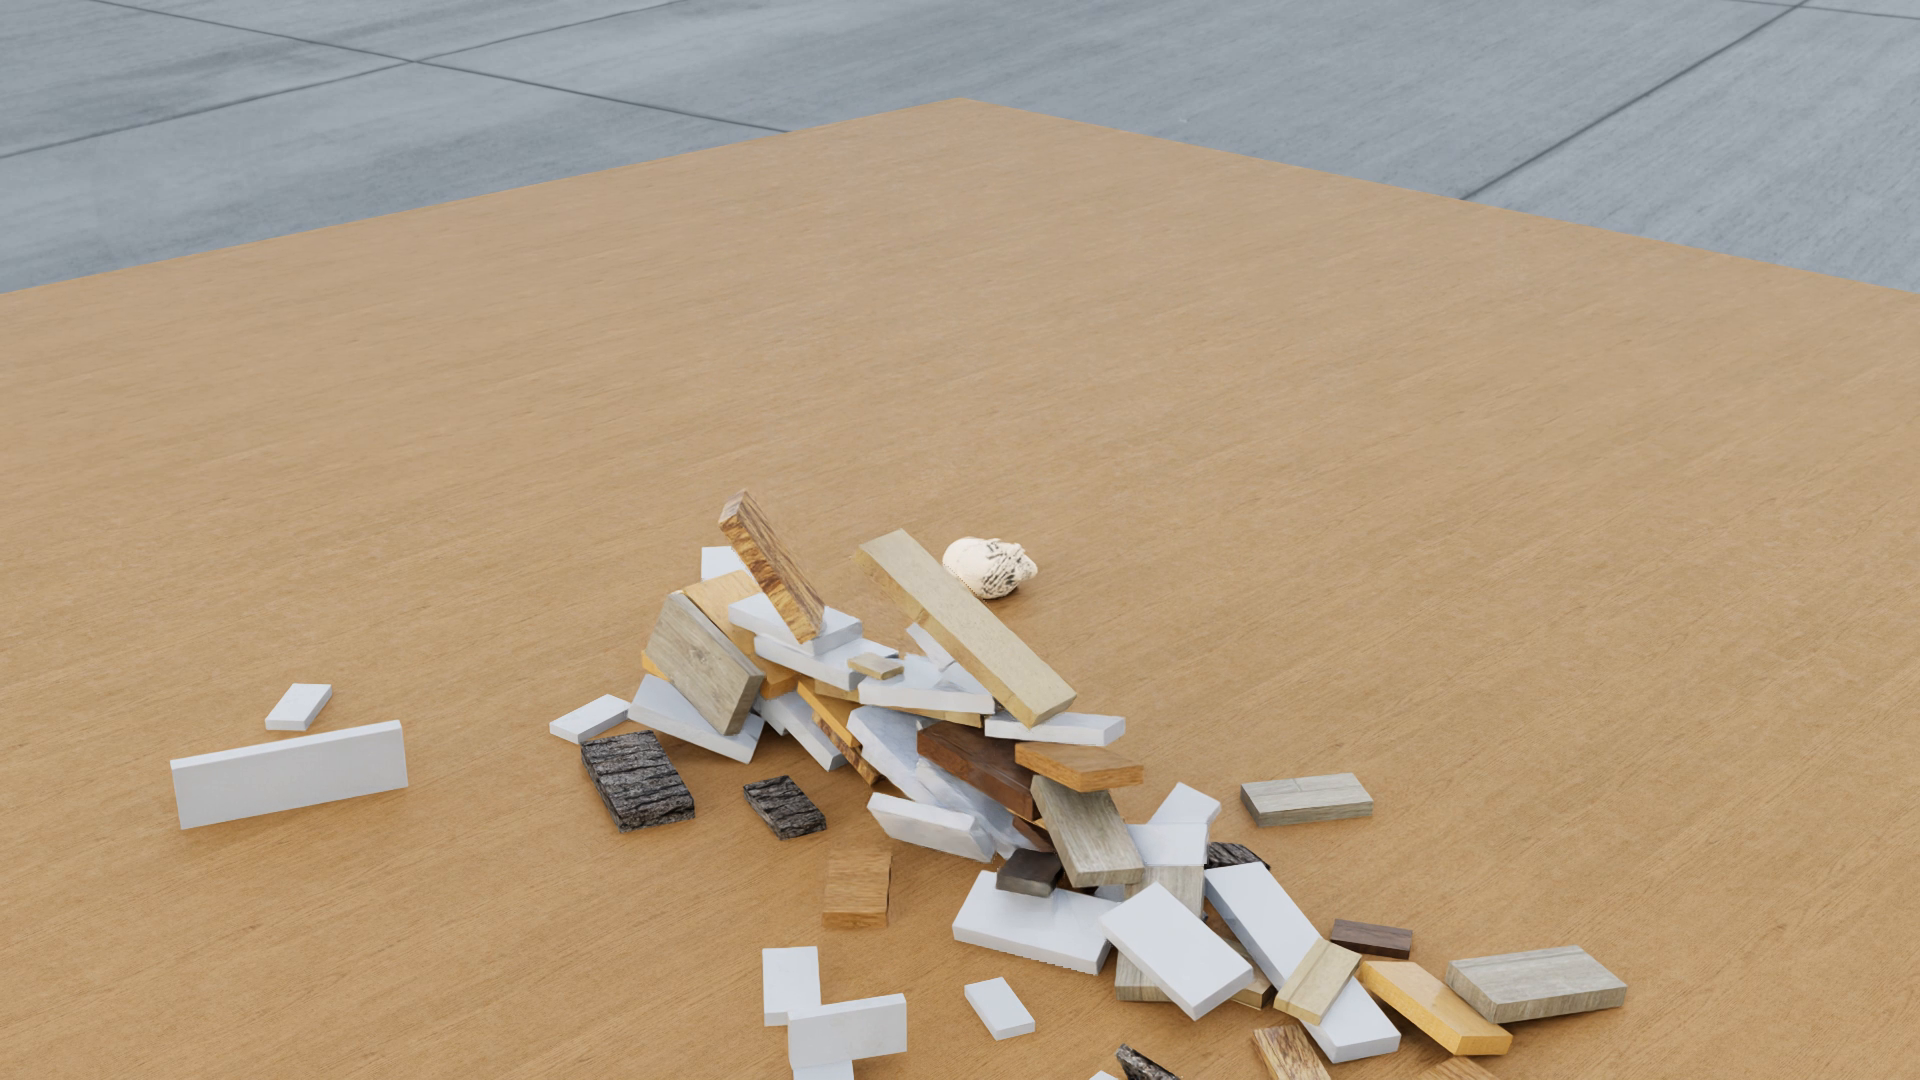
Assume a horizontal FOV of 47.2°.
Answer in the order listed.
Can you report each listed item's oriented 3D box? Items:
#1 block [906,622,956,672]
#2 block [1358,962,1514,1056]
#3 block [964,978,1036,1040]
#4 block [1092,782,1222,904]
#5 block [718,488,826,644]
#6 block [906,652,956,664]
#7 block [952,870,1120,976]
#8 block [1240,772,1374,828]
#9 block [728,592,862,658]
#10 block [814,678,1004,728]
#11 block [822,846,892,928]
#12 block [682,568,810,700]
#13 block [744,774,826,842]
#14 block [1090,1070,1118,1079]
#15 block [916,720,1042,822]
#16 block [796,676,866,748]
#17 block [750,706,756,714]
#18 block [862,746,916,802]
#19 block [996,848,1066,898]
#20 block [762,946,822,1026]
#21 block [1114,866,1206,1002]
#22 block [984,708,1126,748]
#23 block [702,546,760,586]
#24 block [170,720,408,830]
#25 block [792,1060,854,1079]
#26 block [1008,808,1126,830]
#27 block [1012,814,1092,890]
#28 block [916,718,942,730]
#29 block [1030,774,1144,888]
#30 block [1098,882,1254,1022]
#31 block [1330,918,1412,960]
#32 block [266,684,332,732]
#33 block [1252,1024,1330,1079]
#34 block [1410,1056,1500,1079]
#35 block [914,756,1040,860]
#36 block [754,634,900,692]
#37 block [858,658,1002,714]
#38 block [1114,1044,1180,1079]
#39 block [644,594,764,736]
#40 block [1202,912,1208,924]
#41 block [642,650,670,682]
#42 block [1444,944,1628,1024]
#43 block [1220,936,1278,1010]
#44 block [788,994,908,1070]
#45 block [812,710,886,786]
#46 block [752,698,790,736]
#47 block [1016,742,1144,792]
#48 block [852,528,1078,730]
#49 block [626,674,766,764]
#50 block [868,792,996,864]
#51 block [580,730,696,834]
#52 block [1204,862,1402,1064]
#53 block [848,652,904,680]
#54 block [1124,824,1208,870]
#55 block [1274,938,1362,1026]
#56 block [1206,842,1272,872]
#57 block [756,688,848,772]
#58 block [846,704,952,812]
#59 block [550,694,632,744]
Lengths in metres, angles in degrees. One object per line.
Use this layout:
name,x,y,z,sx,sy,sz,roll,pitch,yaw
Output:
block,-0.051,0.205,4.442,0.115,0.058,0.016,49,0,18
block,0.813,0.802,3.774,0.126,0.036,0.252,9,15,-34
block,0.068,0.813,3.818,0.072,0.020,0.144,-9,25,-20
block,0.356,0.600,4.105,0.093,0.026,0.339,25,59,30
block,-0.387,0.054,4.551,0.044,0.309,0.154,-29,17,13
block,-0.057,0.256,4.598,0.115,0.016,0.058,12,-4,-1
block,0.143,0.697,4.013,0.281,0.040,0.140,10,43,23
block,0.704,0.528,4.473,0.240,0.034,0.120,-5,23,-10
block,-0.353,0.173,4.692,0.275,0.039,0.138,19,29,41
block,-0.090,0.307,4.543,0.425,0.041,0.145,9,22,35
block,-0.194,0.657,4.170,0.118,0.033,0.236,0,23,1
block,-0.447,0.201,4.776,0.163,0.046,0.327,-19,52,-40
block,-0.356,0.541,4.451,0.098,0.028,0.196,-11,26,-25
block,0.149,0.963,3.448,0.120,0.034,0.399,18,29,36
block,0.090,0.436,4.326,0.171,0.048,0.341,-18,31,-37
block,-0.243,0.353,4.626,0.104,0.030,0.209,-14,40,-34
block,-0.429,0.352,4.849,0.515,0.021,0.072,-6,22,-21
block,-0.095,0.475,4.538,0.104,0.030,0.209,-20,45,-40
block,0.134,0.616,4.073,0.098,0.028,0.196,8,8,12
block,-0.297,0.785,3.876,0.098,0.028,0.196,-2,23,-5
block,0.360,0.702,3.937,0.140,0.040,0.281,-2,39,12
block,0.186,0.366,4.311,0.249,0.033,0.118,3,9,24
block,-0.574,0.090,5.498,0.142,0.040,0.284,-2,23,-5
block,-1.357,0.475,4.465,0.449,0.138,0.039,-9,25,-21
block,-0.216,0.918,3.561,0.098,0.028,0.267,-3,23,-6
block,0.203,0.526,4.226,0.207,0.029,0.103,22,31,38
block,0.209,0.582,4.236,0.103,0.029,0.207,-20,47,-39
block,-0.046,0.406,4.498,0.050,0.014,0.101,-5,43,-29
block,0.234,0.534,4.079,0.132,0.037,0.265,-1,36,-18
block,0.377,0.717,3.851,0.132,0.037,0.265,-29,41,-21
block,0.752,0.729,4.017,0.141,0.020,0.071,6,24,14
block,-1.460,0.369,4.860,0.087,0.025,0.175,2,23,4
block,0.554,0.872,3.676,0.082,0.023,0.165,-5,23,-11
block,0.766,0.919,3.549,0.252,0.036,0.126,-16,28,-33
block,0.087,0.522,4.353,0.171,0.048,0.341,-20,46,-39
block,-0.282,0.238,4.634,0.291,0.041,0.145,18,28,41
block,-0.042,0.294,4.437,0.291,0.041,0.145,3,20,22
block,0.329,0.885,3.569,0.023,0.082,0.165,-45,42,-21
block,-0.549,0.264,4.699,0.044,0.154,0.309,-1,33,-47
block,0.389,0.667,4.097,0.072,0.020,0.144,-15,47,-35
block,-0.583,0.292,4.931,0.142,0.040,0.284,-11,20,-34
block,1.005,0.774,3.837,0.281,0.040,0.140,-2,22,-24
block,0.458,0.758,3.930,0.240,0.034,0.120,15,27,31
block,-0.187,0.814,3.646,0.195,0.098,0.028,-6,24,-14
block,-0.208,0.418,4.627,0.104,0.030,0.209,-20,54,-39
block,-0.431,0.284,4.835,0.163,0.046,0.327,-23,54,-42
block,0.224,0.423,4.161,0.132,0.037,0.265,-4,9,-25
block,0.007,0.171,4.359,0.505,0.040,0.142,43,35,19
block,-0.561,0.380,4.688,0.275,0.039,0.138,21,24,-4
block,-0.056,0.557,4.264,0.236,0.118,0.033,10,57,32
block,-0.668,0.494,4.540,0.154,0.044,0.326,-9,25,-21
block,0.592,0.738,3.891,0.126,0.036,0.501,-5,30,-22
block,-0.173,0.258,4.486,0.058,0.016,0.115,-18,23,-36
block,0.364,0.574,4.085,0.186,0.026,0.093,-2,47,16
block,0.618,0.760,3.790,0.082,0.023,0.203,20,30,23
block,0.494,0.609,4.209,0.186,0.026,0.093,10,15,-34
block,-0.319,0.349,4.727,0.163,0.046,0.327,-21,53,-40
block,-0.058,0.448,4.493,0.171,0.048,0.341,-20,51,-39
block,-0.802,0.391,4.808,0.087,0.025,0.175,17,28,34
